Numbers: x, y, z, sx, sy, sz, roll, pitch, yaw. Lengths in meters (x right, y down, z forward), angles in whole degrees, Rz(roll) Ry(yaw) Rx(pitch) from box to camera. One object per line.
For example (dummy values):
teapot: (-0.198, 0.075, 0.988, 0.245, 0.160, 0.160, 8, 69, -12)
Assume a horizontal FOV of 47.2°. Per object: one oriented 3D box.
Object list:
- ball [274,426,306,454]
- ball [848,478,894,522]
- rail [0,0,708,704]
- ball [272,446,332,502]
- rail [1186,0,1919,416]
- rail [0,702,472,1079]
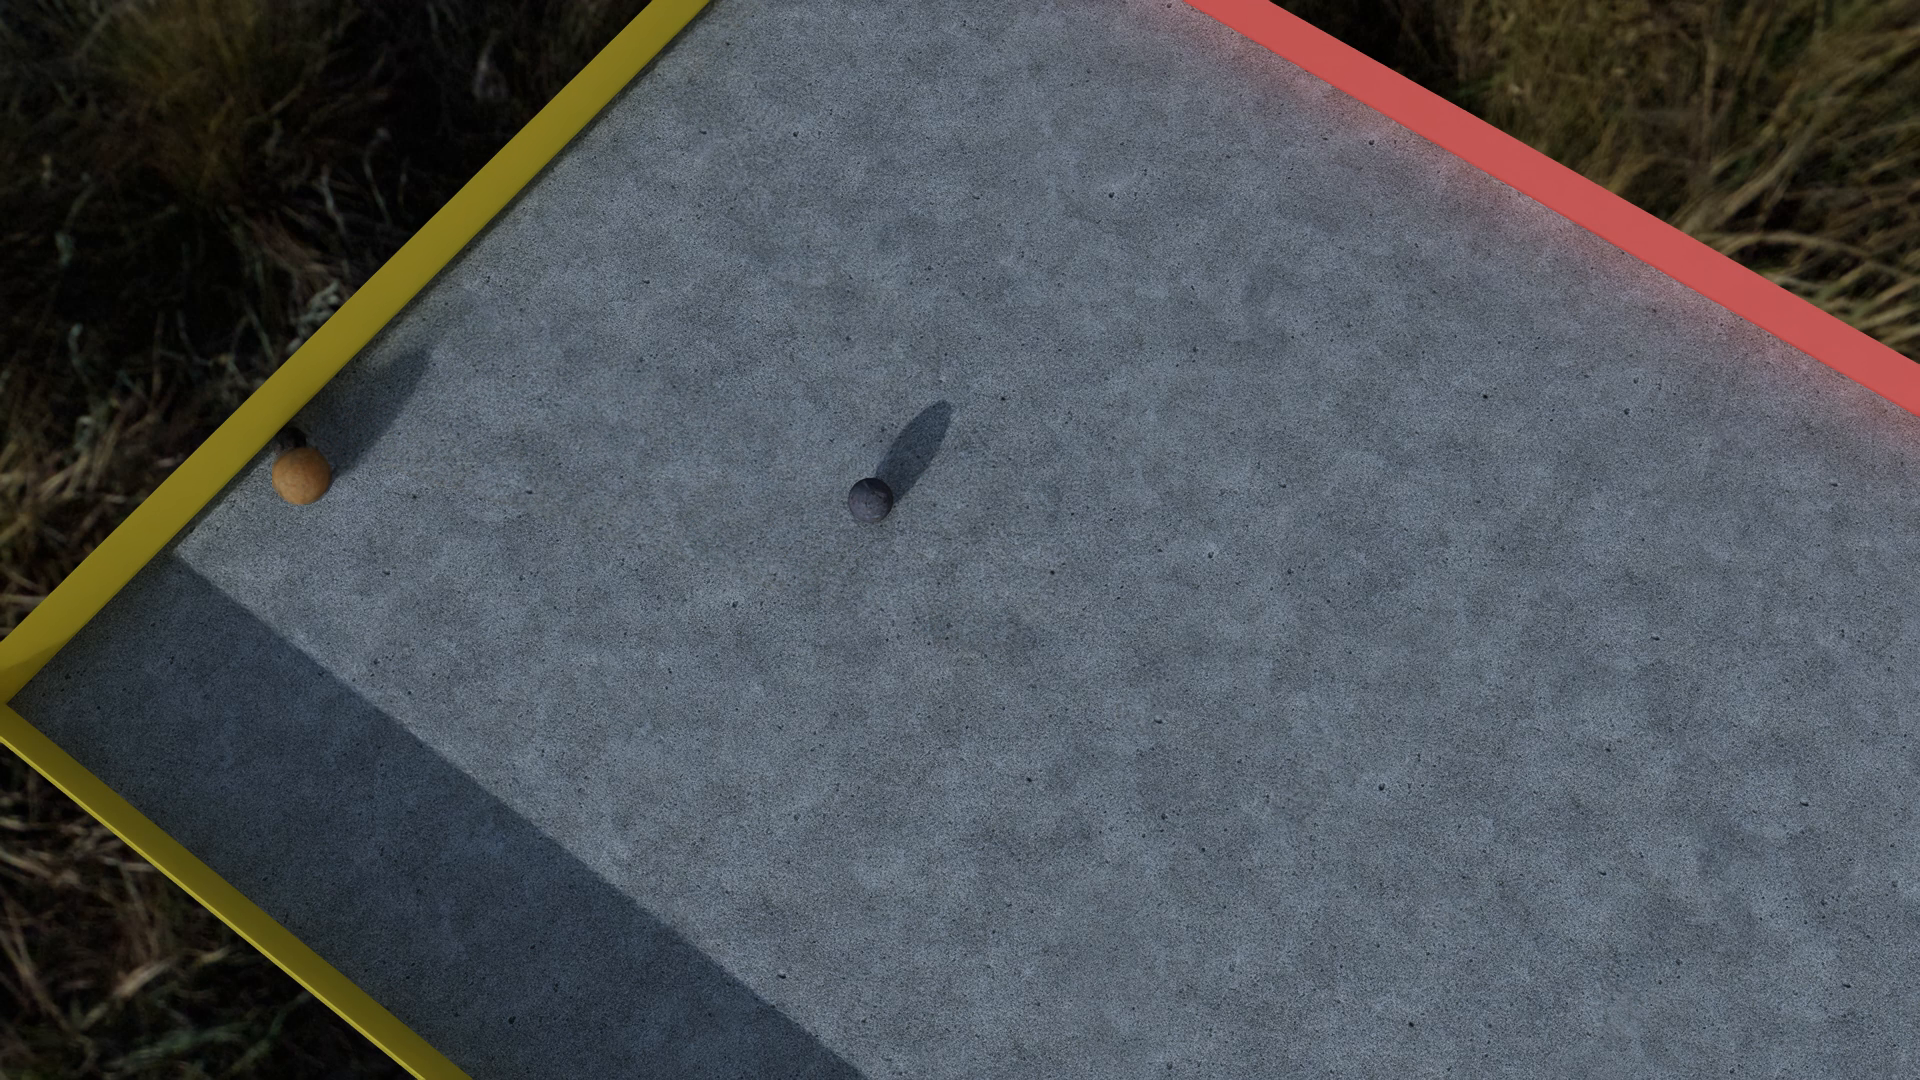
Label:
ball: (-1.124, -0.164, 3.692, 0.053, 0.053, 0.053, 0, 64, 0)
ball: (-0.147, -0.066, 3.632, 0.075, 0.075, 0.075, 0, 64, 0)
rail: (-0.843, -0.571, 3.853, 0.045, 0.121, 2.352, 34, 68, 15)
ball: (-1.090, -0.108, 3.642, 0.093, 0.093, 0.093, 0, 64, 0)
rail: (1.548, -0.269, 3.705, 4.290, 0.121, 0.045, 34, 68, 15)
rail: (0.176, 1.394, 2.889, 4.290, 0.121, 0.045, 34, 68, 15)
